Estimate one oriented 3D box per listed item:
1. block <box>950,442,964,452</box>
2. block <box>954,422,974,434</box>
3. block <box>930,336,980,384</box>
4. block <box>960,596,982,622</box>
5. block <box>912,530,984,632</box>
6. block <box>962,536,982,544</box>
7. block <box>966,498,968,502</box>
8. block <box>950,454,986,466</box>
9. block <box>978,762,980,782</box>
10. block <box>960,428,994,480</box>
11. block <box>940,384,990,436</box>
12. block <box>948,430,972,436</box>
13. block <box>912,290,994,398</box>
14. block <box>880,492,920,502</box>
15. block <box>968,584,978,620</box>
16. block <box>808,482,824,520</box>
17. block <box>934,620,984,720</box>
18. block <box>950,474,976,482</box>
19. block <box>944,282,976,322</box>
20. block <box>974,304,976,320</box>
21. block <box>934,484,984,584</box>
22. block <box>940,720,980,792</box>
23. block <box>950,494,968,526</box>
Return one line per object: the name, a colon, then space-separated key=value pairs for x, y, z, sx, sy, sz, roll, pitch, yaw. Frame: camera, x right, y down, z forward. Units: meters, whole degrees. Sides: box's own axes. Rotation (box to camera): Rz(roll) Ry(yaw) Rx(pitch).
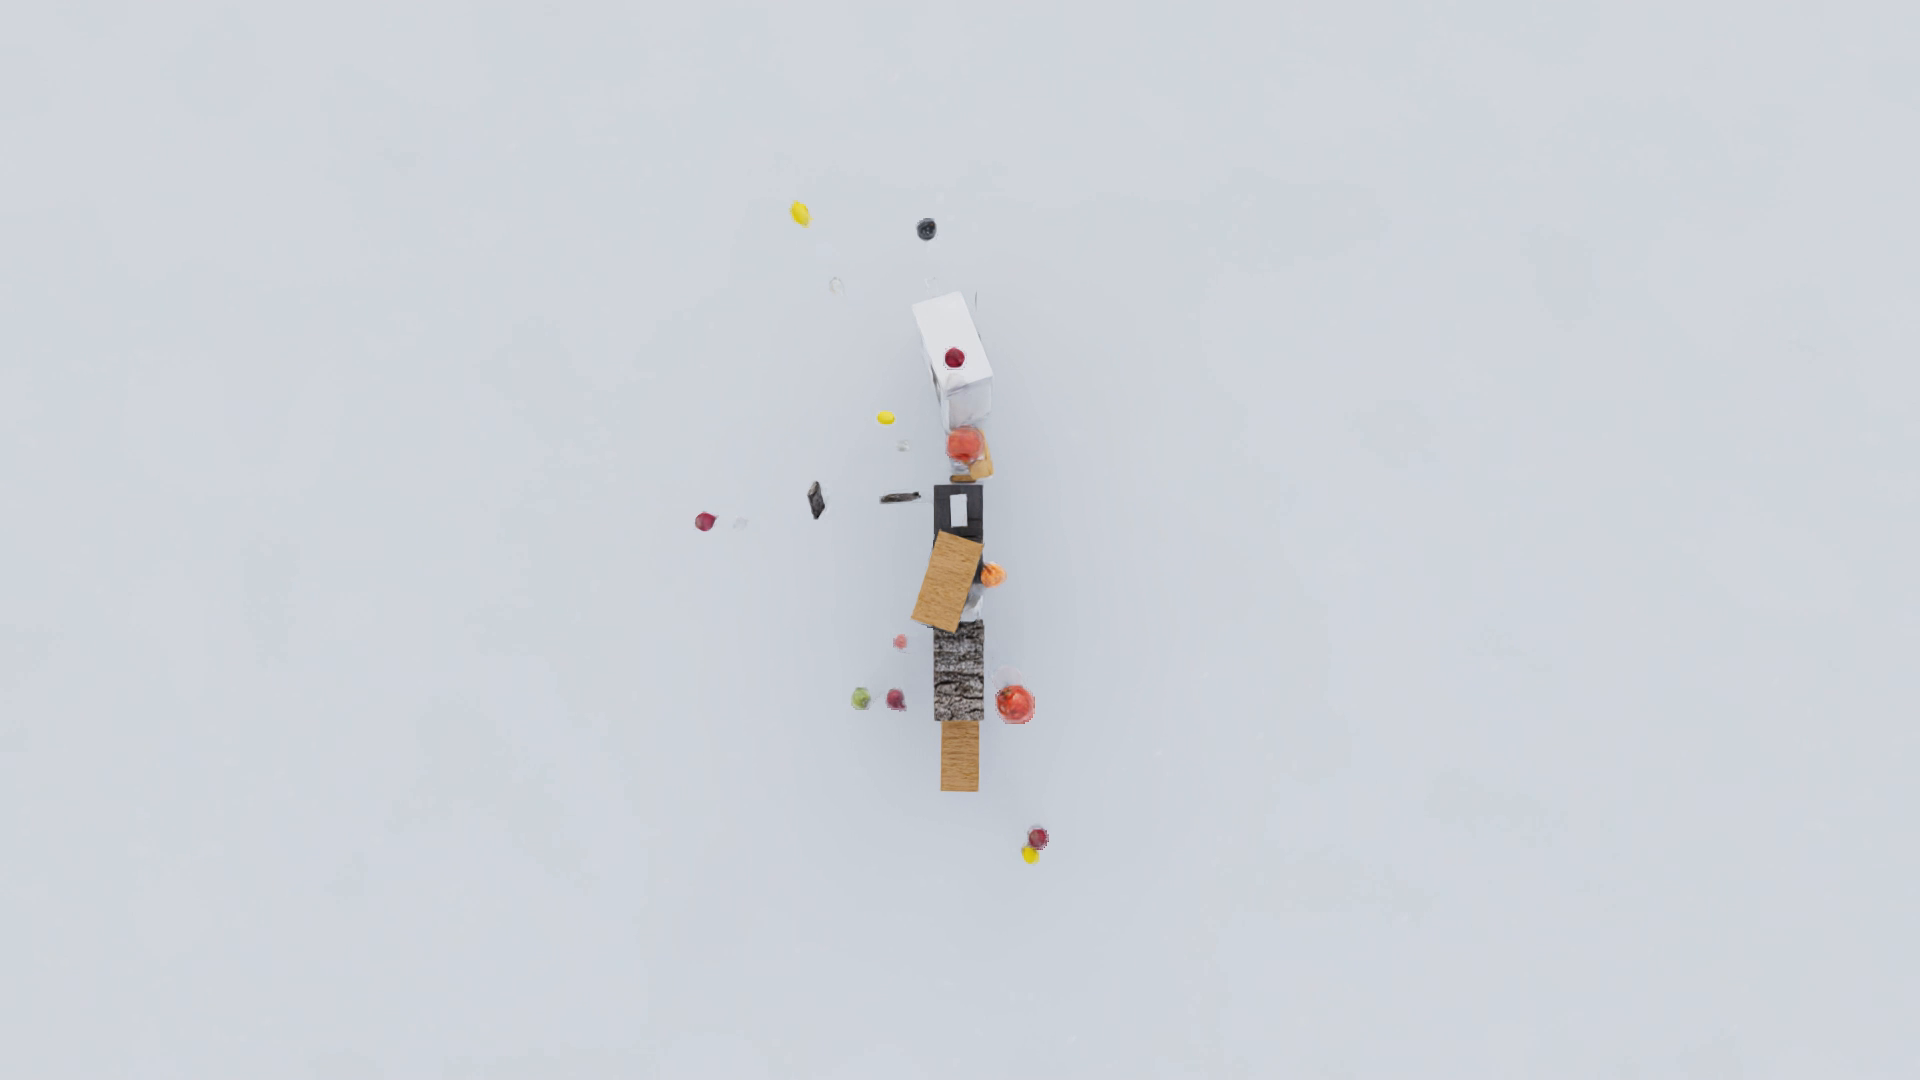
block: x=0.009 y=-0.304 z=5.422 sx=0.076 sy=0.151 sz=0.021 roll=-1 pitch=89 yaw=-4
block: x=-0.004 y=-0.423 z=5.340 sx=0.074 sy=0.021 sz=0.149 roll=-12 pitch=90 yaw=1
block: x=-0.011 y=-0.559 z=5.141 sx=0.156 sy=0.312 sz=0.044 roll=1 pitch=77 yaw=3
block: x=-0.012 y=0.209 z=5.057 sx=0.136 sy=0.376 sz=0.039 roll=-1 pitch=94 yaw=5
block: x=-0.036 y=0.122 z=4.850 sx=0.136 sy=0.039 sz=0.272 roll=18 pitch=91 yaw=4
block: x=-0.001 y=0.010 z=5.009 sx=0.136 sy=0.272 sz=0.039 roll=0 pitch=91 yaw=0
block: x=-0.002 y=-0.124 z=5.097 sx=0.048 sy=0.096 sz=0.014 roll=0 pitch=90 yaw=0
block: x=0.027 y=-0.251 z=5.175 sx=0.057 sy=0.296 sz=0.016 roll=-15 pitch=91 yaw=11
block: x=0.003 y=0.738 z=5.313 sx=0.118 sy=0.373 sz=0.033 roll=0 pitch=90 yaw=0
block: x=0.057 y=-0.277 z=5.339 sx=0.076 sy=0.021 sz=0.151 roll=-15 pitch=91 yaw=-4
block: x=0.019 y=-0.442 z=5.156 sx=0.156 sy=0.339 sz=0.044 roll=-33 pitch=76 yaw=-9
block: x=-0.001 y=-0.360 z=5.425 sx=0.074 sy=0.148 sz=0.021 roll=0 pitch=89 yaw=1
block: x=-0.023 y=-0.591 z=4.959 sx=0.156 sy=0.044 sz=0.312 roll=-18 pitch=67 yaw=-6
block: x=-0.193 y=-0.138 z=5.339 sx=0.114 sy=0.057 sz=0.016 roll=-3 pitch=102 yaw=28
block: x=0.000 y=0.252 z=5.265 sx=0.110 sy=0.031 sz=0.220 roll=0 pitch=90 yaw=0
block: x=-0.467 y=-0.128 z=5.349 sx=0.016 sy=0.114 sz=0.057 roll=12 pitch=49 yaw=19
block: x=-0.004 y=0.389 z=4.929 sx=0.149 sy=0.042 sz=0.299 roll=0 pitch=90 yaw=0
block: x=0.009 y=-0.202 z=5.422 sx=0.076 sy=0.151 sz=0.021 roll=0 pitch=91 yaw=-4
block: x=-0.004 y=-0.696 z=5.089 sx=0.098 sy=0.028 sz=0.196 roll=1 pitch=89 yaw=1
block: x=0.002 y=-0.747 z=5.302 sx=0.098 sy=0.396 sz=0.028 roll=0 pitch=89 yaw=0
block: x=-0.005 y=-0.017 z=5.167 sx=0.155 sy=0.044 sz=0.310 roll=0 pitch=90 yaw=0
block: x=0.000 y=0.659 z=5.110 sx=0.118 sy=0.033 sz=0.236 roll=1 pitch=90 yaw=0
block: x=-0.004 y=-0.090 z=5.042 sx=0.048 sy=0.014 sz=0.096 roll=-2 pitch=90 yaw=0
